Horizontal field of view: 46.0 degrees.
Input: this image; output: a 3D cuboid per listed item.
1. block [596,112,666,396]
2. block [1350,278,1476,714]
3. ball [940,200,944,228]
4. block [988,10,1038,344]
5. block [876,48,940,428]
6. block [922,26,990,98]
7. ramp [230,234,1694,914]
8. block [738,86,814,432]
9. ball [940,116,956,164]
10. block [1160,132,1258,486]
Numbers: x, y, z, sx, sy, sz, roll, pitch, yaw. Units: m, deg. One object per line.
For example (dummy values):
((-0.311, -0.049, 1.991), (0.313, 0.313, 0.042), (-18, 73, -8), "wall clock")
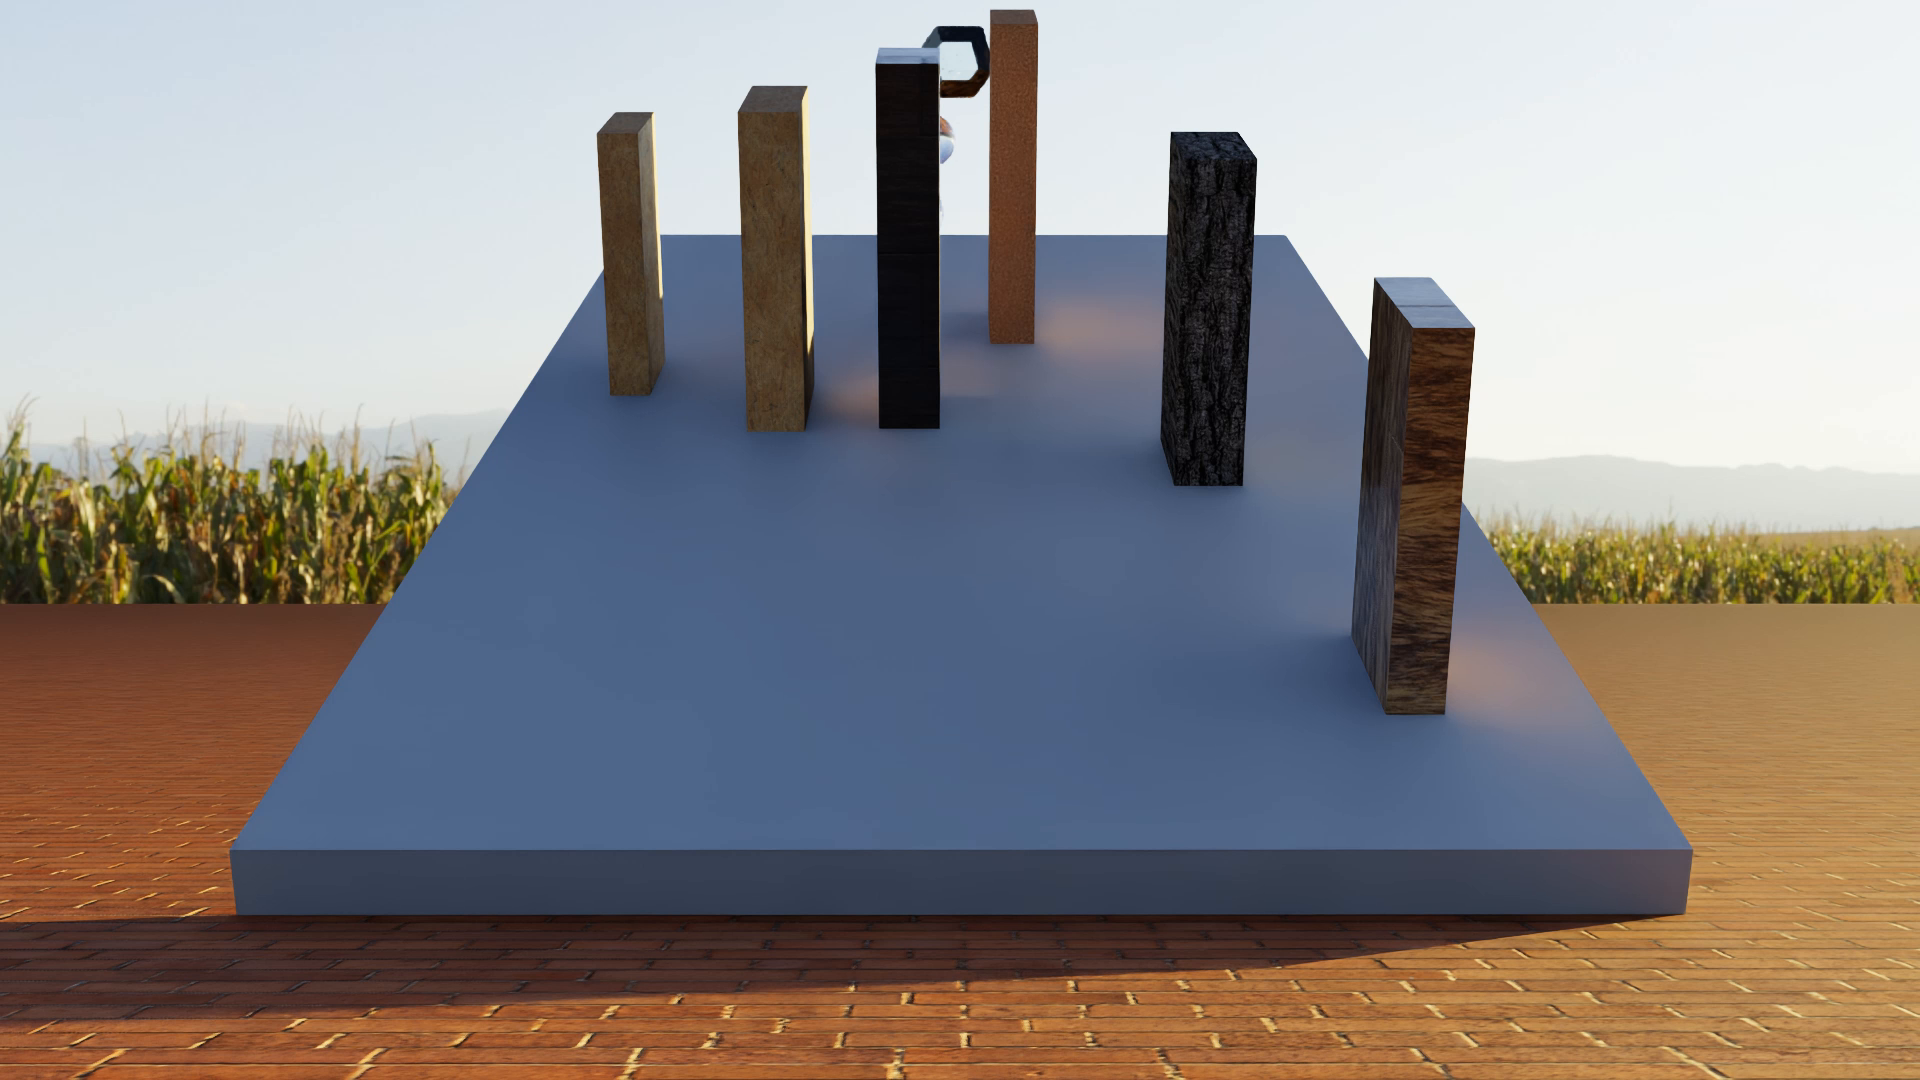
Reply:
((-0.758, -0.665, 5.234), (0.091, 0.600, 0.298), (0, 20, 0), "block")
((0.707, -0.074, 3.565), (0.091, 0.618, 0.325), (0, 20, 0), "block")
((-0.135, -0.937, 6.497), (0.178, 0.178, 0.178), (0, -1, 0), "ball")
((0.130, -0.909, 5.648), (0.110, 0.782, 0.306), (0, 20, 0), "block")
((-0.111, -0.657, 4.935), (0.132, 0.789, 0.251), (0, 20, 0), "block")
((-0.013, -1.461, 6.907), (0.156, 0.156, 0.156), (-6, -18, -27), "block")
((-0.005, -0.204, 4.989), (2.000, 0.100, 4.000), (0, 20, 0), "ramp")
((-0.401, -0.625, 4.989), (0.125, 0.692, 0.375), (0, 20, 0), "block")
((-0.094, -1.200, 6.792), (0.162, 0.162, 0.162), (0, -1, 0), "ball")
((0.503, -0.475, 4.617), (0.139, 0.663, 0.320), (0, 20, 0), "block")
